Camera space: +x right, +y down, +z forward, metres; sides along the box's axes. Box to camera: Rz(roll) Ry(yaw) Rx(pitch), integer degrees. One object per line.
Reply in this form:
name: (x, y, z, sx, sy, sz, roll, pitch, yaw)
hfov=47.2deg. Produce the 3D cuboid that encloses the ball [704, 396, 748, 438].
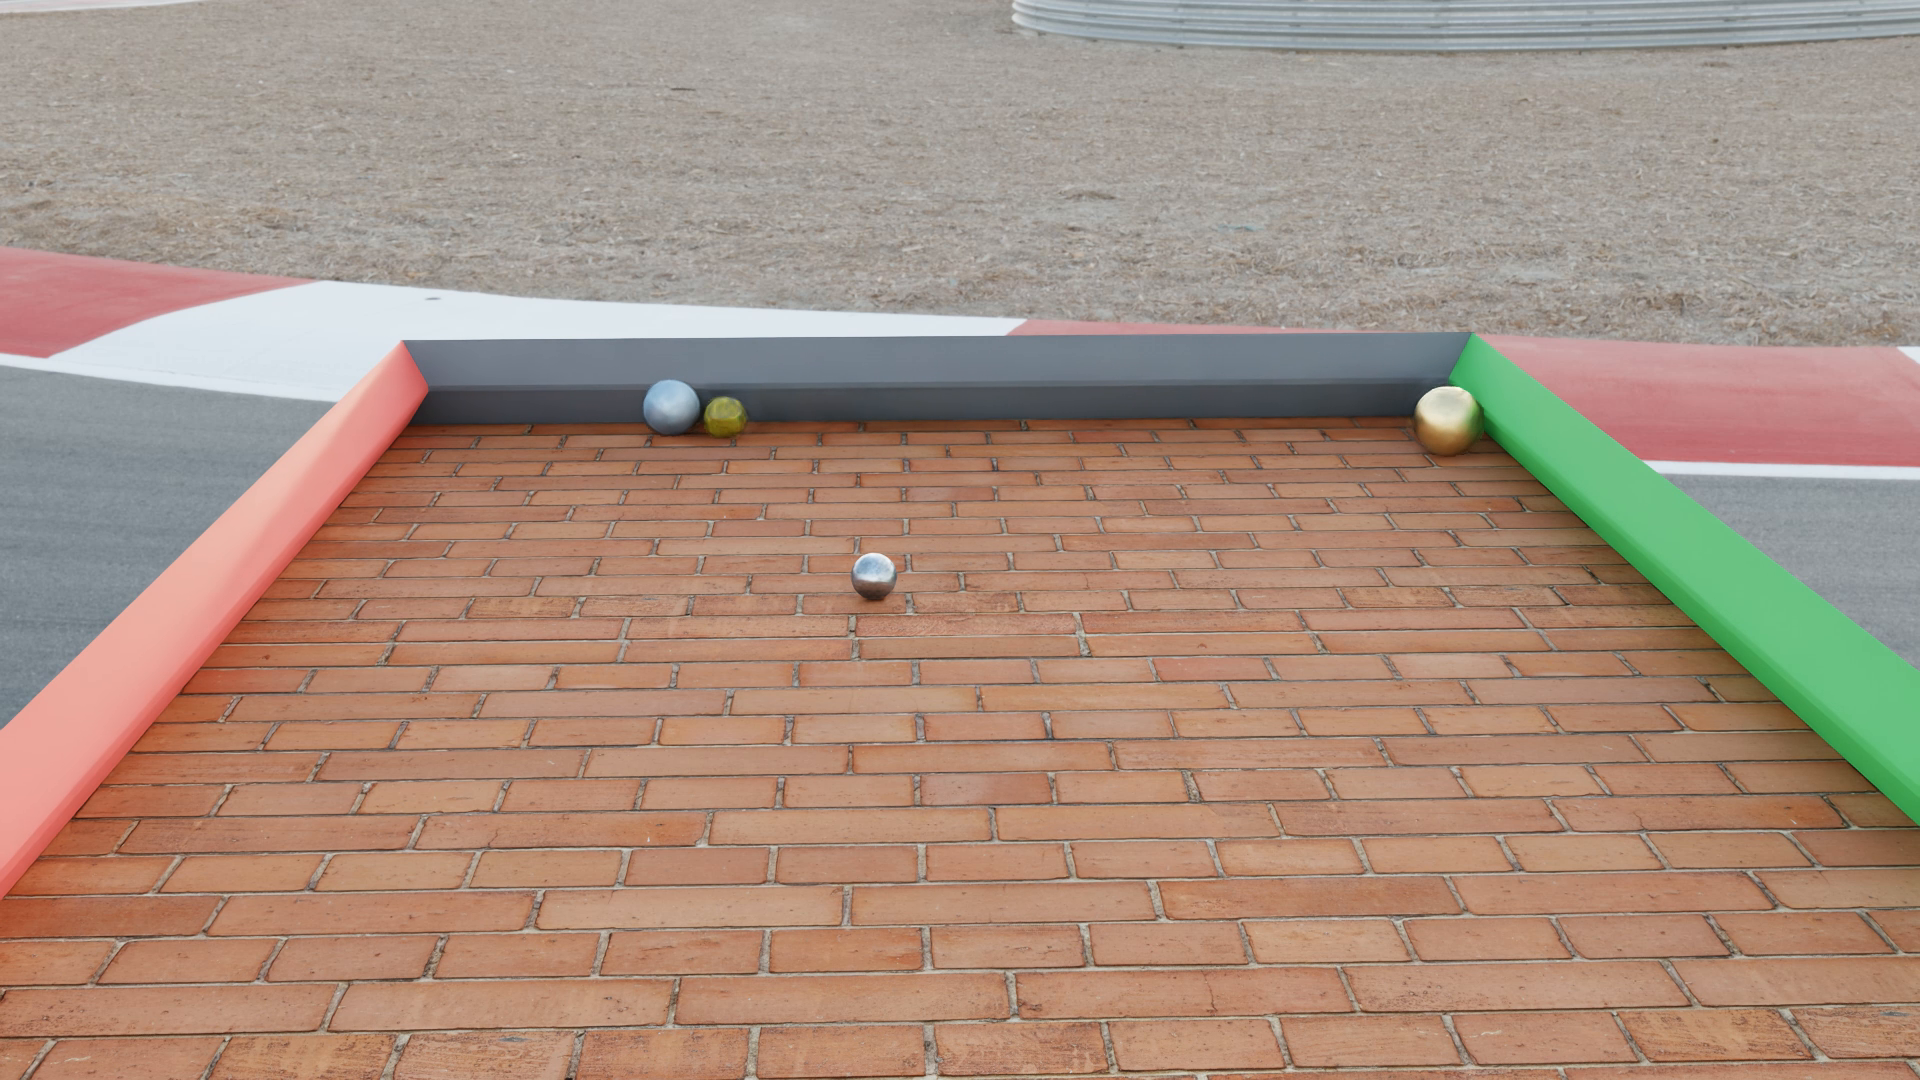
ball: (-0.346, -0.181, 3.244, 0.063, 0.063, 0.063, 0, 17, 0)

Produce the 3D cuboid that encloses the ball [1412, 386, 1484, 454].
ball: (0.699, -0.171, 3.150, 0.099, 0.099, 0.099, 0, 17, 0)

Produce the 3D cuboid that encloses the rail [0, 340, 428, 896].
rail: (-0.760, 0.194, 1.879, 0.045, 0.128, 3.004, -1, 17, -2)

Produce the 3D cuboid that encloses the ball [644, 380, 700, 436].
ball: (-0.427, -0.196, 3.257, 0.083, 0.083, 0.083, 0, 17, 0)

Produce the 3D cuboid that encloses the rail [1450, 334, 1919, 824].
rail: (0.815, 0.177, 1.935, 0.045, 0.128, 3.004, -1, 17, -2)

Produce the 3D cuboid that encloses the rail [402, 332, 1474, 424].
rail: (-0.027, -0.240, 3.322, 1.624, 0.128, 0.045, -1, 17, -2)

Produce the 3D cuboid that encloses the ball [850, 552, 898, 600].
ball: (-0.099, 0.042, 2.519, 0.054, 0.054, 0.054, 0, 17, 0)
